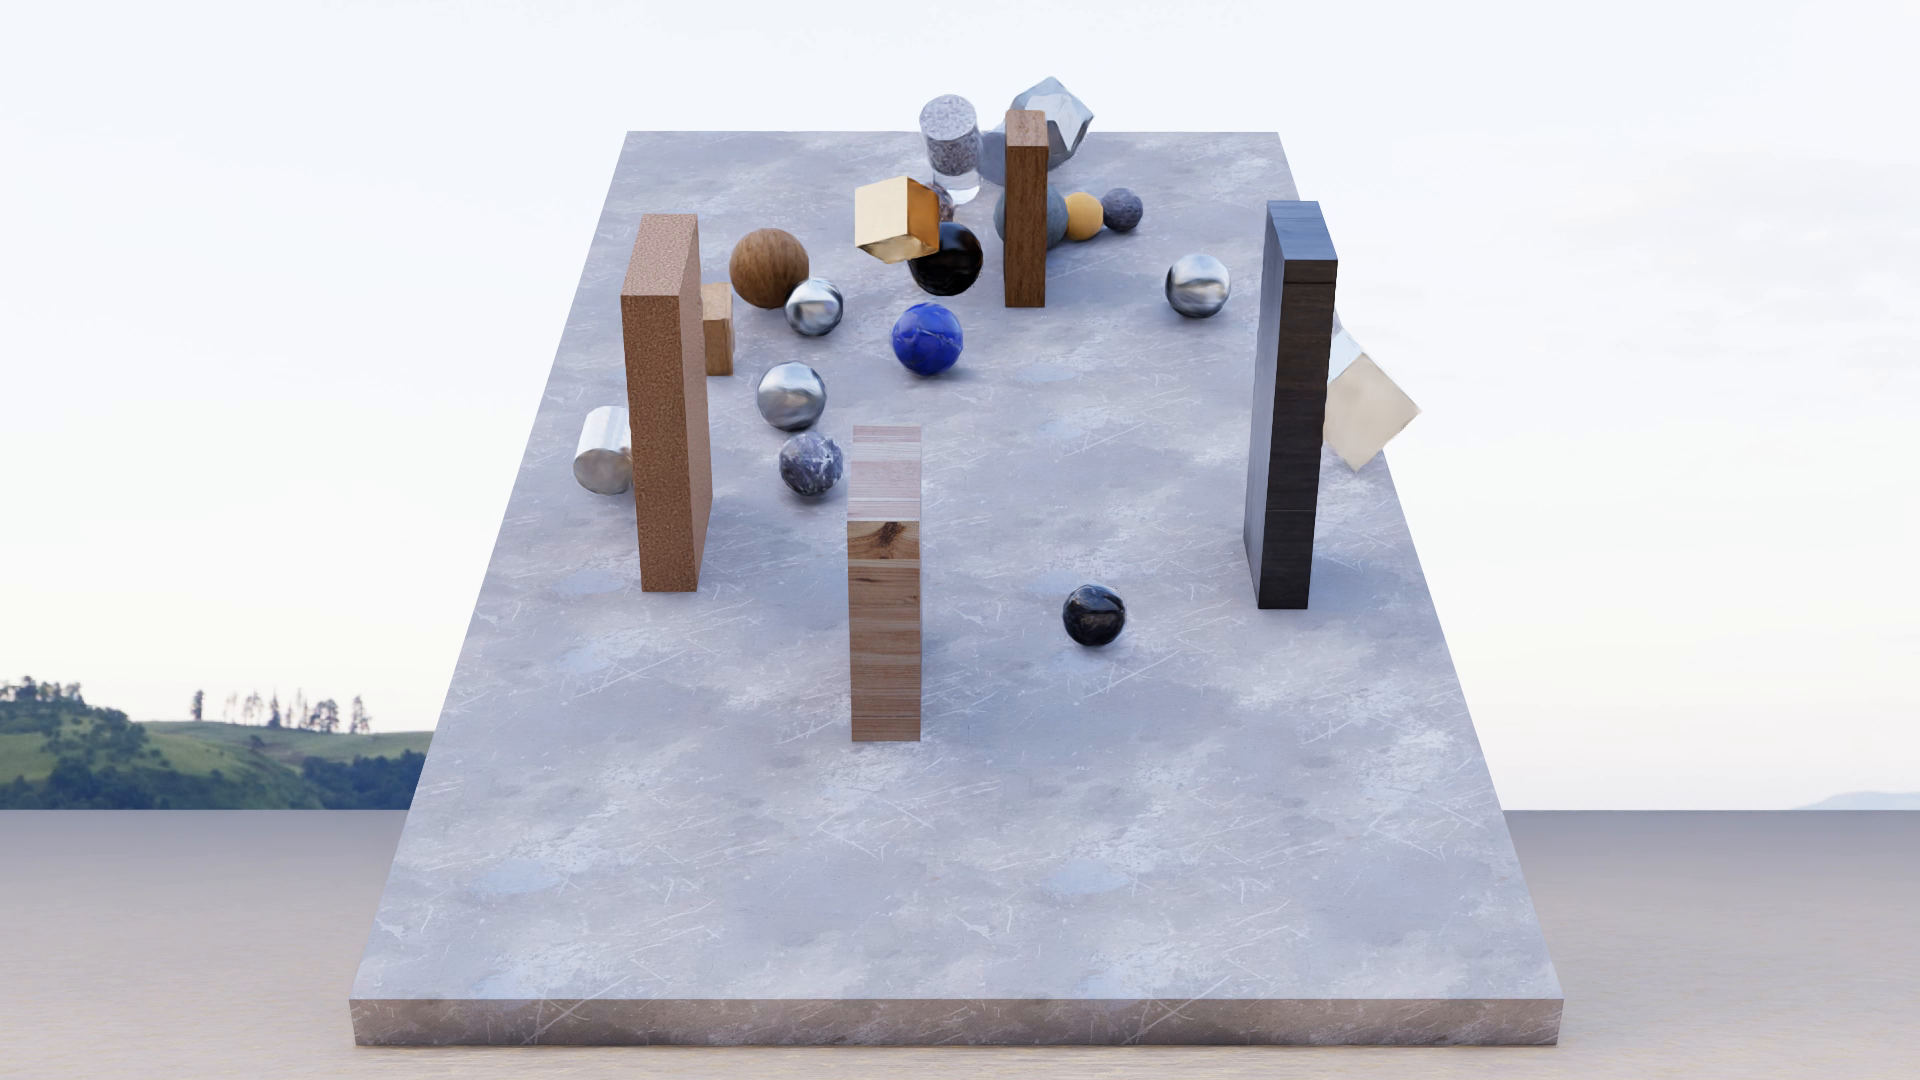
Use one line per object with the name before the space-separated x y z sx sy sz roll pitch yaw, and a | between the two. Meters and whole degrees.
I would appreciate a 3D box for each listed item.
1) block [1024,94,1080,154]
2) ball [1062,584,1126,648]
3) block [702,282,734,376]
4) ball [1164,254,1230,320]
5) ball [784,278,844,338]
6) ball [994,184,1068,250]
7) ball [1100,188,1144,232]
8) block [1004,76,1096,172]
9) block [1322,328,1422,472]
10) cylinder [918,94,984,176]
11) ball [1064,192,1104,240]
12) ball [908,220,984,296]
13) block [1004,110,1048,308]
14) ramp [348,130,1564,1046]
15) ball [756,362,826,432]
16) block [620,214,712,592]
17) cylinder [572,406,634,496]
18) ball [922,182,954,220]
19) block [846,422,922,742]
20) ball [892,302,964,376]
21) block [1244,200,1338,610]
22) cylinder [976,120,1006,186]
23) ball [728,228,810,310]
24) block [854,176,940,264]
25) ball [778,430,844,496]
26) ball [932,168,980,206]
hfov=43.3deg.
block | 0.253 -1.171 6.816 0.116 0.116 0.116 0 -42 29
ball | 0.270 0.152 4.889 0.129 0.129 0.129 0 -6 0
block | -0.646 -0.520 5.980 0.165 0.165 0.165 -1 38 -2
ball | 0.613 -0.654 6.236 0.170 0.170 0.170 0 -6 0
ball | -0.370 -0.591 6.139 0.152 0.152 0.152 0 -6 0
ball | 0.193 -0.881 6.588 0.203 0.203 0.203 0 -6 0
ball | 0.449 -0.920 6.738 0.123 0.123 0.123 0 -6 0
block | 0.247 -1.212 7.100 0.180 0.180 0.180 -37 -14 -38
block | 0.876 -0.315 5.428 0.197 0.197 0.197 43 12 -17
cylinder | -0.023 -1.129 6.749 0.160 0.160 0.160 -1 -28 8
ball | 0.332 -0.895 6.686 0.131 0.131 0.131 0 -6 0
ball | -0.039 -0.739 6.346 0.200 0.200 0.200 0 -6 0
block | 0.170 -0.867 6.325 0.103 0.446 0.265 0 30 0
ramp | -0.013 -0.208 5.733 2.000 0.100 4.000 0 30 0
ball | -0.397 -0.337 5.690 0.164 0.164 0.164 0 -6 0
block | -0.611 -0.290 5.093 0.114 0.681 0.413 0 30 0
cylinder | -0.779 -0.199 5.381 0.141 0.141 0.141 3 -46 3
ball | -0.090 -0.913 6.696 0.152 0.152 0.152 0 -6 0
block | -0.141 0.078 4.661 0.131 0.484 0.387 0 30 0
ball | -0.080 -0.494 5.948 0.178 0.178 0.178 0 -6 0
block | 0.672 -0.271 4.963 0.103 0.789 0.297 0 30 0
cylinder | 0.144 -1.119 6.943 0.158 0.158 0.158 -4 25 30
ball | -0.490 -0.698 6.221 0.209 0.209 0.209 0 -6 0
block | -0.160 -0.812 6.140 0.156 0.156 0.156 -10 -17 30
ball | -0.334 -0.173 5.426 0.146 0.146 0.146 0 -6 0
ball | -0.009 -1.025 6.901 0.137 0.137 0.137 0 -6 0
